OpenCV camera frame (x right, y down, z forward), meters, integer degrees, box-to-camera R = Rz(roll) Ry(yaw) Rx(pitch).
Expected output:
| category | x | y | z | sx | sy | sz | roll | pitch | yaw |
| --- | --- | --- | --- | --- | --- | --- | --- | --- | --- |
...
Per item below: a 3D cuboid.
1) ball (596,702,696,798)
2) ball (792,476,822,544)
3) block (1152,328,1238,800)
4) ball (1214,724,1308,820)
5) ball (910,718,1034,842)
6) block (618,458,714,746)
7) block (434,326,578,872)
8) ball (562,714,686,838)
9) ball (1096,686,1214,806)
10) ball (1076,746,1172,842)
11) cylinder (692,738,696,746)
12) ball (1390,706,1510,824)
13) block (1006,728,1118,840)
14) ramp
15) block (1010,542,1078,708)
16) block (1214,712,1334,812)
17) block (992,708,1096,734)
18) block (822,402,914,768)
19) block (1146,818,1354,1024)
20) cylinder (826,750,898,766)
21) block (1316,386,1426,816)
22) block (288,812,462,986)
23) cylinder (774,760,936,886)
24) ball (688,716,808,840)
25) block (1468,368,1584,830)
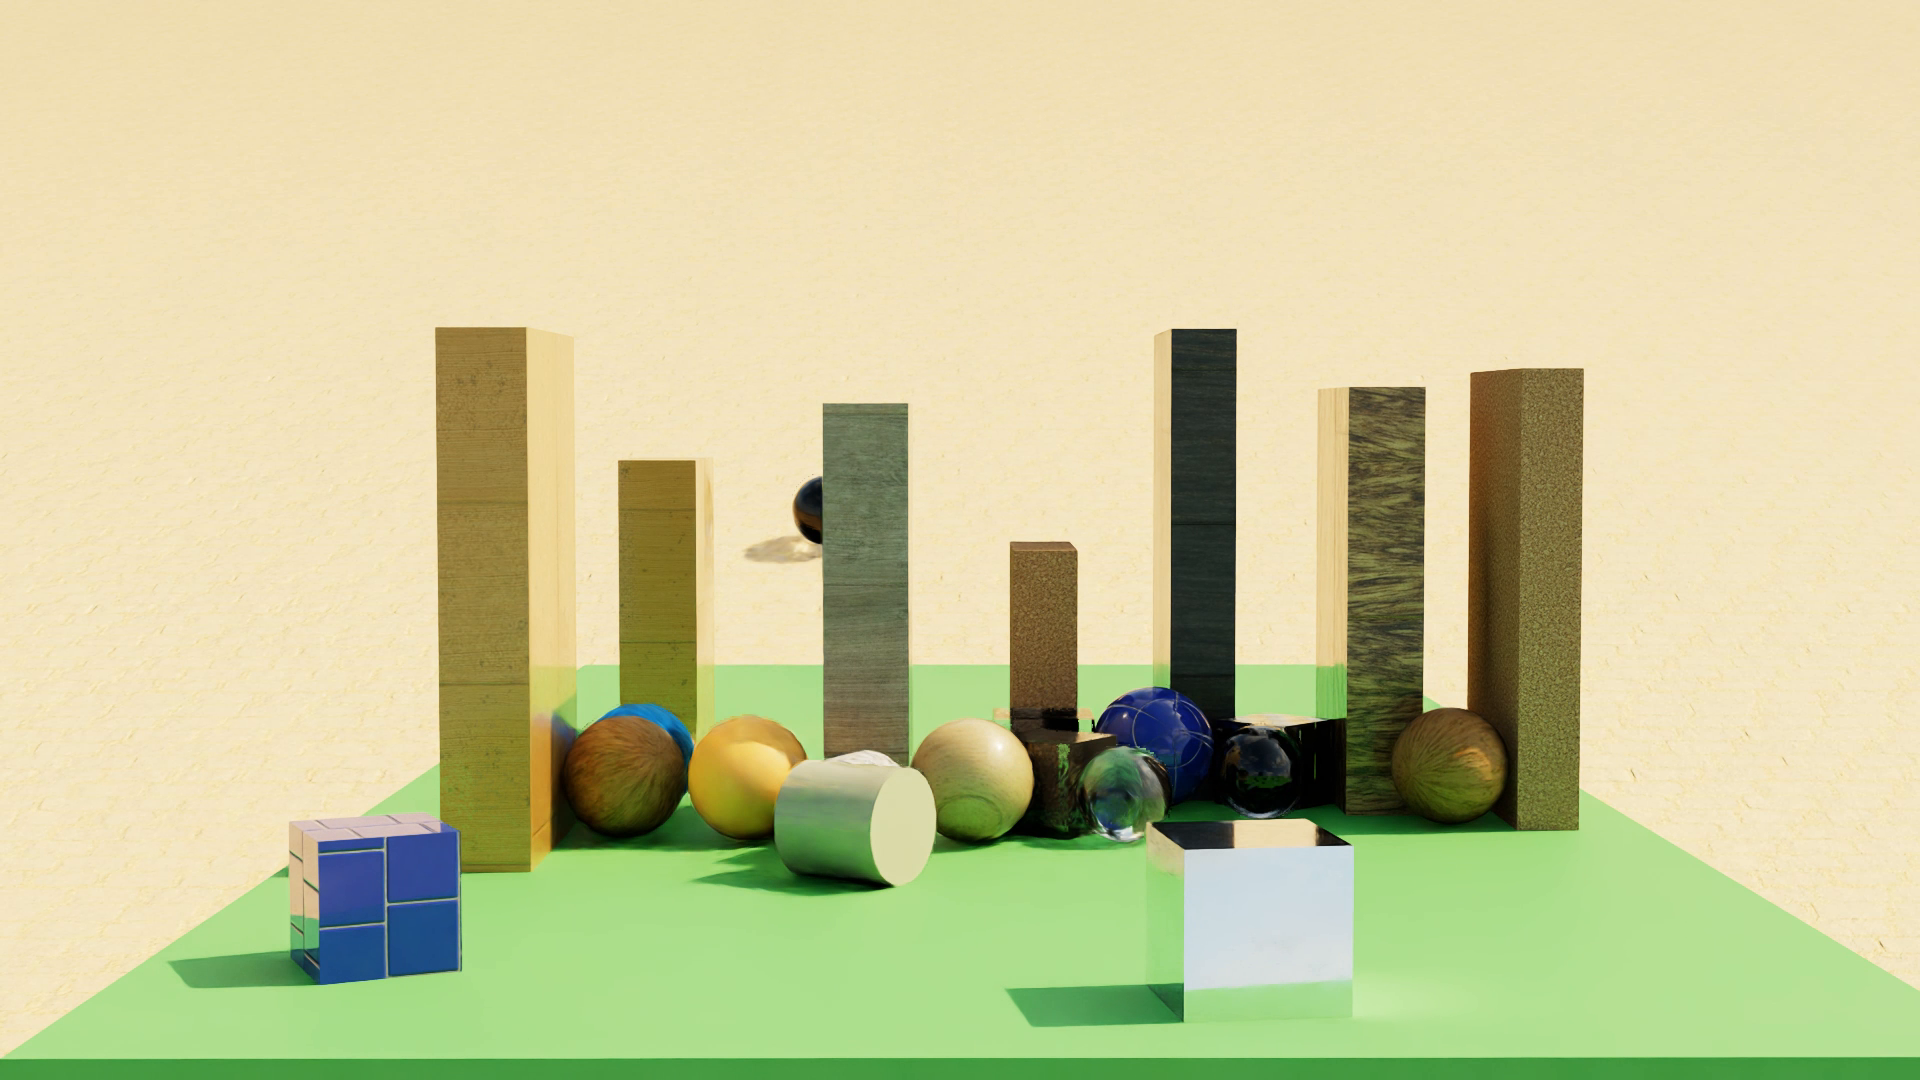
| category | x | y | z | sx | sy | sz | roll | pitch | yaw |
| --- | --- | --- | --- | --- | --- | --- | --- | --- | --- |
| ball | -0.505 | 0.347 | 4.041 | 0.181 | 0.181 | 0.181 | 0 | 22 | 0 |
| ball | -0.387 | -0.087 | 7.499 | 0.206 | 0.206 | 0.206 | 0 | 22 | 0 |
| block | 0.398 | 0.032 | 4.393 | 0.107 | 0.773 | 0.368 | 0 | 3 | 0 |
| ball | 0.471 | 0.363 | 4.031 | 0.148 | 0.148 | 0.148 | 0 | 22 | 0 |
| ball | 0.017 | 0.356 | 3.809 | 0.185 | 0.185 | 0.185 | 0 | 22 | 0 |
| block | -0.569 | 0.115 | 5.015 | 0.146 | 0.549 | 0.351 | 0 | 3 | 0 |
| block | -0.658 | 0.074 | 3.765 | 0.125 | 0.754 | 0.440 | 0 | 3 | 0 |
| ball | -0.503 | 0.354 | 3.854 | 0.184 | 0.184 | 0.184 | 0 | 22 | 0 |
| ball | 0.310 | 0.334 | 4.131 | 0.198 | 0.198 | 0.198 | 0 | 22 | 0 |
| ball | 0.244 | 0.377 | 3.814 | 0.142 | 0.142 | 0.142 | 0 | 22 | 0 |
| cylinder | -0.518 | 0.362 | 4.211 | 0.134 | 0.134 | 0.134 | 7 | 5 | 17 |
| ball | 0.758 | 0.349 | 3.975 | 0.182 | 0.182 | 0.182 | 0 | 22 | 0 |
| block | 0.141 | 0.371 | 3.924 | 0.143 | 0.143 | 0.143 | 2 | 3 | 34 |
| ramp | 0.051 | 0.463 | 4.534 | 2.000 | 0.100 | 4.000 | 0 | 3 | 0 |
| block | 0.139 | 0.216 | 4.326 | 0.104 | 0.414 | 0.303 | 0 | 3 | 0 |
| block | 0.512 | 0.361 | 4.188 | 0.138 | 0.138 | 0.138 | 3 | 4 | 44 |
| block | 0.132 | 0.355 | 4.102 | 0.158 | 0.158 | 0.158 | 0 | 3 | 0 |
| block | -0.139 | 0.114 | 3.982 | 0.126 | 0.650 | 0.406 | 0 | 3 | 0 |
| block | 0.310 | 0.407 | 2.776 | 0.182 | 0.182 | 0.182 | 0 | 3 | -8 |
| cylinder | -0.165 | 0.382 | 3.692 | 0.143 | 0.143 | 0.143 | 11 | 8 | 26 |
| block | 0.670 | 0.089 | 4.223 | 0.121 | 0.677 | 0.349 | 0 | 3 | 0 |
| block | -0.674 | 0.409 | 2.961 | 0.161 | 0.161 | 0.161 | -1 | 3 | -26 |
| cylinder | -0.142 | 0.384 | 3.504 | 0.159 | 0.159 | 0.159 | 1 | 20 | 32 |
| ball | -0.314 | 0.355 | 3.831 | 0.185 | 0.185 | 0.185 | 0 | 22 | 0 |
| block | 0.895 | 0.082 | 4.095 | 0.094 | 0.703 | 0.392 | 0 | 3 | 0 |
